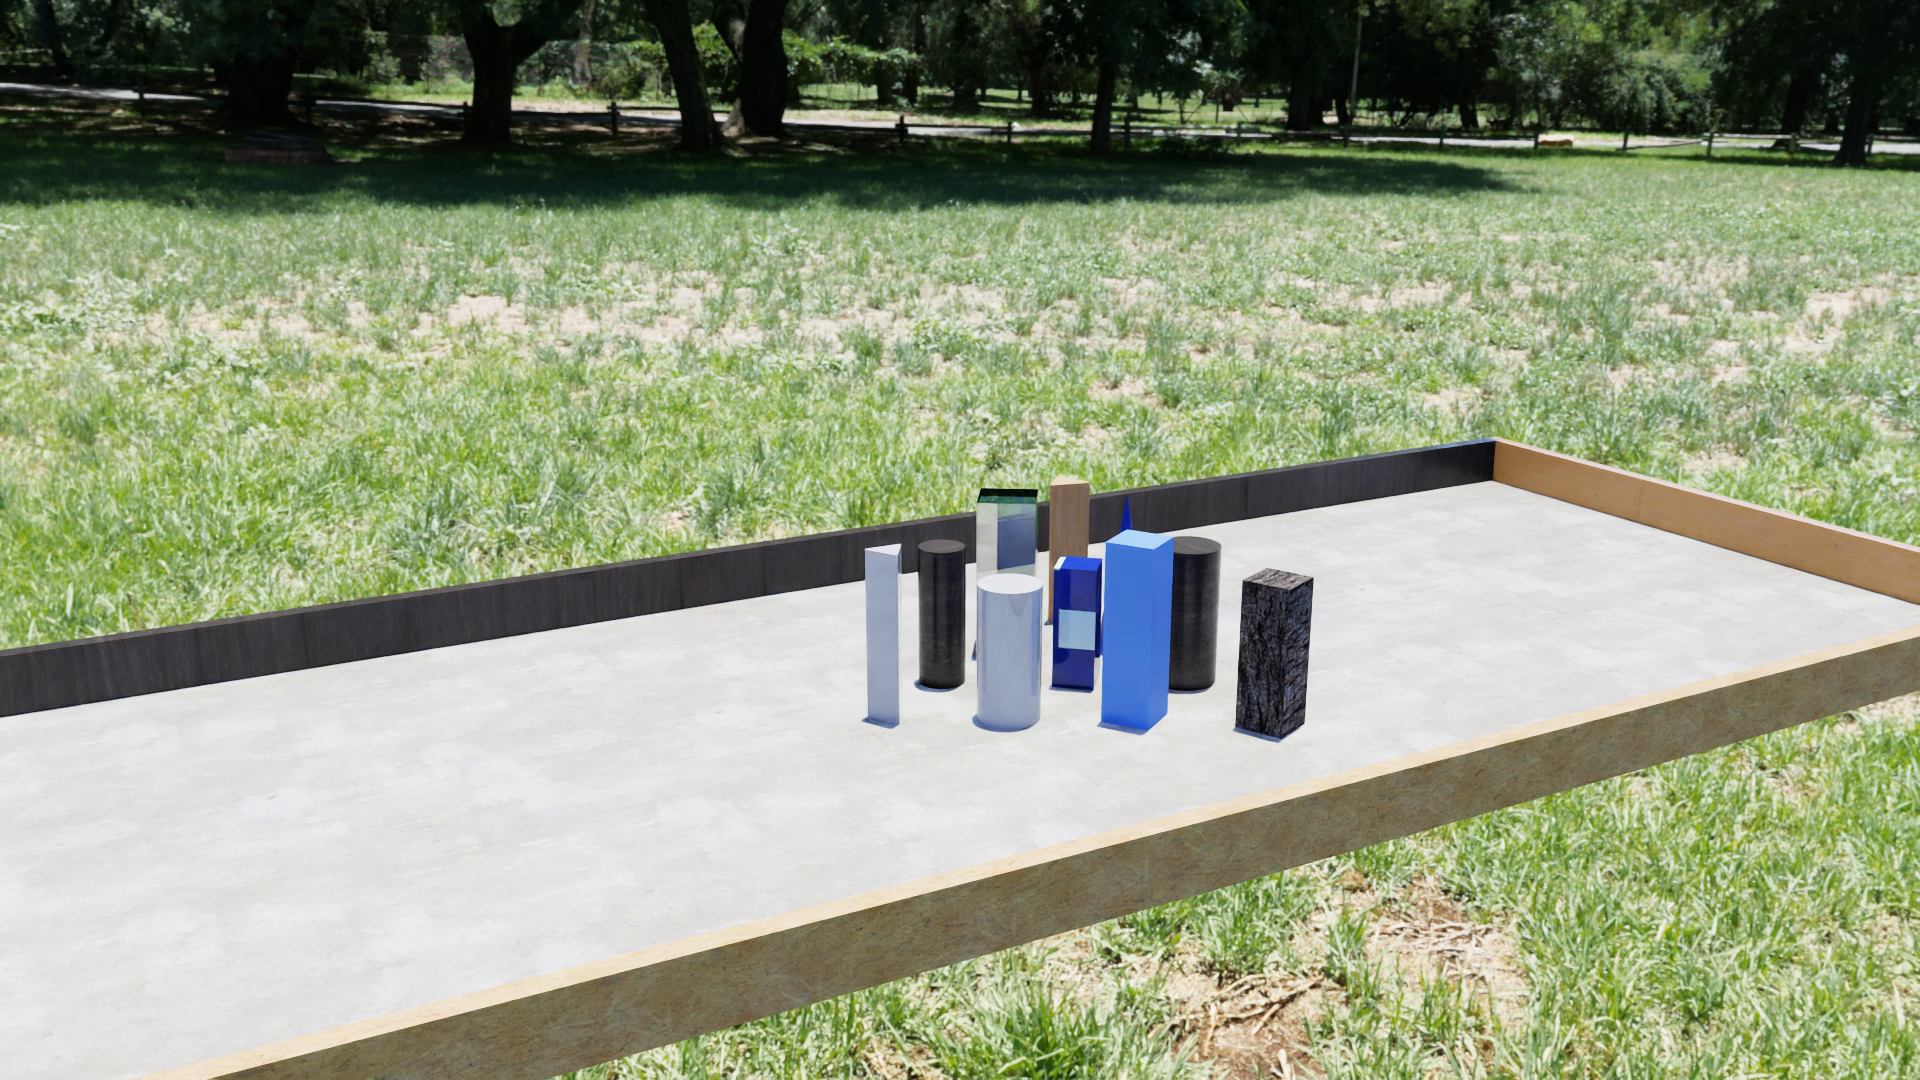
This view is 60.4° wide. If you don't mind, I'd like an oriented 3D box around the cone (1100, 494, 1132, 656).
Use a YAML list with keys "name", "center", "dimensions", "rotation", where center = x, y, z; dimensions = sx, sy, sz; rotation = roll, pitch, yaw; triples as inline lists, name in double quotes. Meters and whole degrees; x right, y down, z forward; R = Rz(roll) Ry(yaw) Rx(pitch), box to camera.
- name: "cone"
  center: [0.430, 0.085, 4.301]
  dimensions: [0.144, 0.431, 0.144]
  rotation: [0, 16, 0]

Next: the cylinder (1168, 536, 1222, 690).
- name: "cylinder"
  center: [0.564, 0.182, 4.110]
  dimensions: [0.159, 0.353, 0.159]
  rotation: [0, 16, 0]

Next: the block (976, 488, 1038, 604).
- name: "block"
  center: [0.124, 0.086, 4.322]
  dimensions: [0.151, 0.417, 0.151]
  rotation: [1, 16, 4]

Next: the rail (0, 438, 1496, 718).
- name: "rail"
  center: [-3.305, 0.497, 3.399]
  dimensions: [12.000, 0.150, 0.050]
  rotation: [-9, 18, -27]

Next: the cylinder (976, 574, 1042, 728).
- name: "cylinder"
  center: [0.116, 0.260, 3.880]
  dimensions: [0.153, 0.332, 0.153]
  rotation: [0, 16, 0]

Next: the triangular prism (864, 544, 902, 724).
- name: "triangular prism"
  center: [-0.161, 0.218, 3.876]
  dimensions: [0.091, 0.416, 0.079]
  rotation: [10, 19, 32]

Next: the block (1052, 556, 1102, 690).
- name: "block"
  center: [0.292, 0.206, 4.103]
  dimensions: [0.105, 0.311, 0.105]
  rotation: [4, 17, 12]

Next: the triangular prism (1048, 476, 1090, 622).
- name: "triangular prism"
  center: [0.287, 0.022, 4.582]
  dimensions: [0.111, 0.393, 0.096]
  rotation: [-5, 17, -15]

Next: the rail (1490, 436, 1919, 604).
- name: "rail"
  center: [2.466, -0.048, 5.253]
  dimensions: [0.050, 0.150, 2.100]
  rotation: [-9, 18, -27]

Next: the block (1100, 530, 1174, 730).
- name: "block"
  center: [0.414, 0.210, 3.858]
  dimensions: [0.120, 0.441, 0.120]
  rotation: [9, 19, 28]

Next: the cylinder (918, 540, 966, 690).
- name: "cylinder"
  center: [-0.045, 0.184, 4.102]
  dimensions: [0.117, 0.353, 0.117]
  rotation: [0, 16, 0]

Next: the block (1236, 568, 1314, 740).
- name: "block"
  center: [0.729, 0.261, 3.825]
  dimensions: [0.120, 0.361, 0.120]
  rotation: [12, 20, 36]

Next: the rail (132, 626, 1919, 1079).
- name: "rail"
  center: [-2.336, 1.006, 1.665]
  dimensions: [12.000, 0.150, 0.050]
  rotation: [-9, 18, -27]
